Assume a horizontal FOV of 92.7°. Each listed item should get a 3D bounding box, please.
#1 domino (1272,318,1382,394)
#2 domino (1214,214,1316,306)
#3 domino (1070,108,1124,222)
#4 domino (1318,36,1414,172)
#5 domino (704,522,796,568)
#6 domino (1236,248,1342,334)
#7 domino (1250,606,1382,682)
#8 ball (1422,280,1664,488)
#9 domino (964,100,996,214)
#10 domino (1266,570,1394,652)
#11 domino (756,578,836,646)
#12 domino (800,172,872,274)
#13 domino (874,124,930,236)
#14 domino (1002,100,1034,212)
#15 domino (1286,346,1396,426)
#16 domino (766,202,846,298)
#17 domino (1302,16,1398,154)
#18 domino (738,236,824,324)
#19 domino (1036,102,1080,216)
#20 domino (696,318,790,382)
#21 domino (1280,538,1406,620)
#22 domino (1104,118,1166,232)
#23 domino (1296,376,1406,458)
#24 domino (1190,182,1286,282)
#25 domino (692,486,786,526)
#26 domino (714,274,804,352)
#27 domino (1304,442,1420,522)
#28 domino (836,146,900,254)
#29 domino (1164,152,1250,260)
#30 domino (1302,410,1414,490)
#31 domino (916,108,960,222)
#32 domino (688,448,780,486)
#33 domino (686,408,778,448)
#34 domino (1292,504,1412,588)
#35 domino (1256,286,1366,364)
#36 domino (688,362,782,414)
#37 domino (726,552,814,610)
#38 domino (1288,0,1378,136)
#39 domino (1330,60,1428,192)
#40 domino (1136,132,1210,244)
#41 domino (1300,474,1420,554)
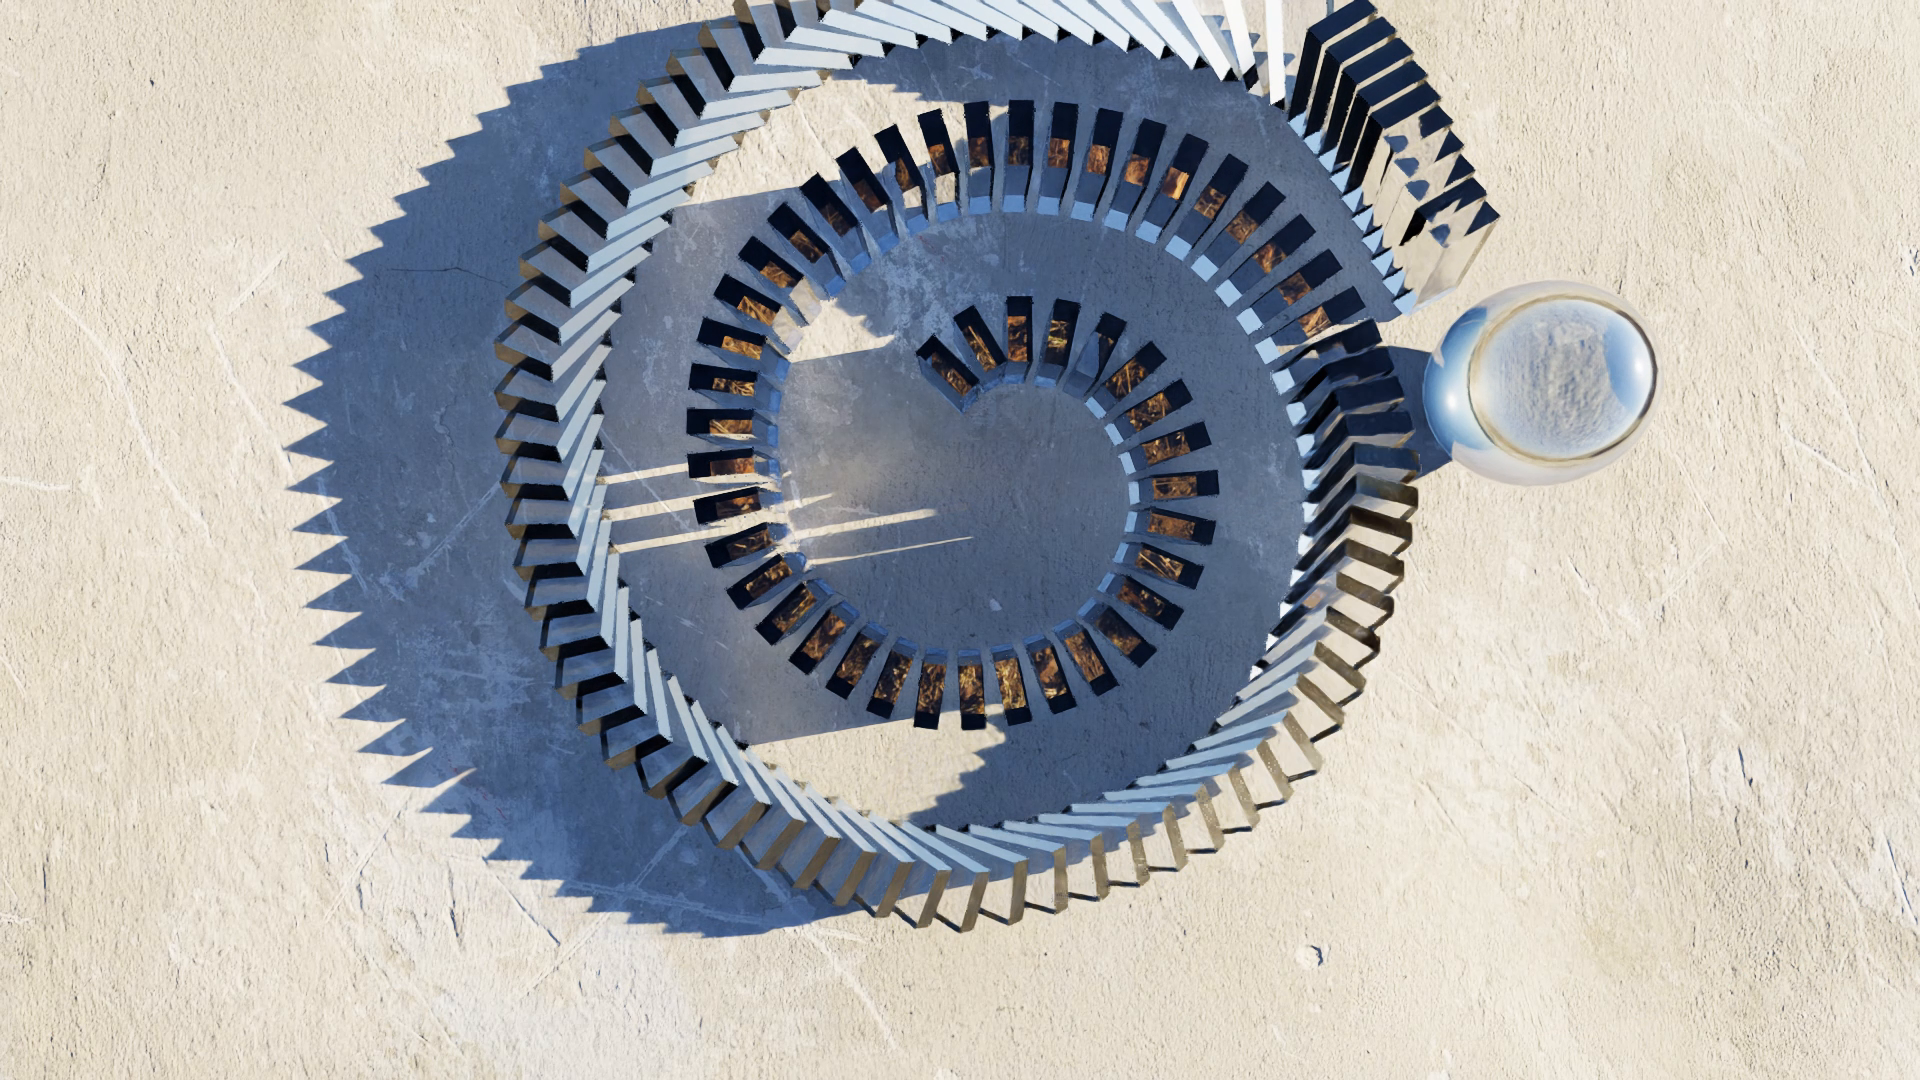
[{"bbox_3d":[0.149,-0.074,0.375,0.025,0.050,0.009,-22,86,0],"label":"domino"},{"bbox_3d":[0.124,-0.113,0.375,0.025,0.050,0.009,-40,90,0],"label":"domino"},{"bbox_3d":[0.055,-0.152,0.375,0.009,0.050,0.025,12,90,0],"label":"domino"},{"bbox_3d":[0.165,-0.176,0.375,0.025,0.050,0.009,-29,70,0],"label":"domino"},{"bbox_3d":[-0.084,0.002,0.375,0.025,0.050,0.010,-22,90,0],"label":"domino"},{"bbox_3d":[0.133,-0.101,0.375,0.025,0.050,0.009,-35,90,0],"label":"domino"},{"bbox_3d":[0.146,0.050,0.378,0.025,0.050,0.010,31,47,0],"label":"domino"},{"bbox_3d":[0.226,-0.061,0.360,0.080,0.080,0.080,0,90,0],"label":"ball"},{"bbox_3d":[0.007,-0.155,0.375,0.010,0.050,0.025,-6,90,0],"label":"domino"},{"bbox_3d":[0.152,0.035,0.378,0.025,0.050,0.010,26,50,0],"label":"domino"},{"bbox_3d":[-0.066,0.028,0.375,0.025,0.050,0.010,-45,90,0],"label":"domino"},{"bbox_3d":[-0.050,-0.128,0.375,0.010,0.050,0.025,-40,90,0],"label":"domino"},{"bbox_3d":[-0.023,-0.146,0.375,0.010,0.050,0.025,-27,90,0],"label":"domino"},{"bbox_3d":[0.023,-0.156,0.375,0.009,0.050,0.025,1,90,0],"label":"domino"},{"bbox_3d":[0.154,-0.062,0.375,0.025,0.050,0.009,-17,80,0],"label":"domino"},{"bbox_3d":[-0.062,-0.117,0.375,0.025,0.050,0.009,44,90,0],"label":"domino"},{"bbox_3d":[0.158,-0.184,0.375,0.025,0.050,0.009,-30,70,0],"label":"domino"},{"bbox_3d":[-0.072,-0.105,0.375,0.025,0.050,0.010,38,90,0],"label":"domino"},{"bbox_3d":[0.039,-0.155,0.375,0.009,0.050,0.025,6,90,0],"label":"domino"},{"bbox_3d":[-0.087,-0.077,0.375,0.025,0.050,0.009,17,90,0],"label":"domino"},{"bbox_3d":[0.156,0.021,0.377,0.025,0.050,0.009,22,52,0],"label":"domino"},{"bbox_3d":[0.071,-0.148,0.375,0.010,0.050,0.025,17,90,0],"label":"domino"},{"bbox_3d":[0.158,-0.049,0.375,0.025,0.050,0.010,-13,74,0],"label":"domino"},{"bbox_3d":[0.113,-0.125,0.375,0.009,0.050,0.025,43,90,0],"label":"domino"},{"bbox_3d":[-0.089,-0.013,0.375,0.025,0.050,0.009,-12,90,0],"label":"domino"},{"bbox_3d":[-0.081,-0.092,0.375,0.025,0.050,0.010,29,90,0],"label":"domino"},{"bbox_3d":[0.163,-0.021,0.375,0.025,0.050,0.010,7,65,0],"label":"domino"},{"bbox_3d":[-0.037,-0.138,0.375,0.009,0.050,0.025,-34,90,0],"label":"domino"},{"bbox_3d":[0.100,-0.135,0.375,0.010,0.050,0.025,33,90,0],"label":"domino"},{"bbox_3d":[0.161,-0.036,0.375,0.025,0.050,0.010,-4,69,0],"label":"domino"},{"bbox_3d":[-0.008,-0.152,0.375,0.009,0.050,0.025,-17,90,0],"label":"domino"},{"bbox_3d":[-0.091,-0.029,0.375,0.025,0.050,0.010,-5,90,0],"label":"domino"},{"bbox_3d":[-0.092,-0.045,0.375,0.025,0.050,0.010,1,90,0],"label":"domino"},{"bbox_3d":[0.160,0.007,0.377,0.025,0.050,0.010,17,56,0],"label":"domino"},{"bbox_3d":[0.142,-0.087,0.375,0.025,0.050,0.009,-30,90,0],"label":"domino"},{"bbox_3d":[-0.091,-0.061,0.375,0.025,0.050,0.010,8,90,0],"label":"domino"},{"bbox_3d":[-0.077,0.016,0.375,0.025,0.050,0.009,-35,90,0],"label":"domino"},{"bbox_3d":[0.151,-0.192,0.375,0.025,0.050,0.009,-31,70,0],"label":"domino"},{"bbox_3d":[0.170,-0.168,0.375,0.025,0.050,0.009,-29,70,0],"label":"domino"},{"bbox_3d":[0.086,-0.142,0.375,0.009,0.050,0.025,24,90,0],"label":"domino"},{"bbox_3d":[0.162,-0.007,0.376,0.025,0.050,0.009,14,60,0],"label":"domino"}]
